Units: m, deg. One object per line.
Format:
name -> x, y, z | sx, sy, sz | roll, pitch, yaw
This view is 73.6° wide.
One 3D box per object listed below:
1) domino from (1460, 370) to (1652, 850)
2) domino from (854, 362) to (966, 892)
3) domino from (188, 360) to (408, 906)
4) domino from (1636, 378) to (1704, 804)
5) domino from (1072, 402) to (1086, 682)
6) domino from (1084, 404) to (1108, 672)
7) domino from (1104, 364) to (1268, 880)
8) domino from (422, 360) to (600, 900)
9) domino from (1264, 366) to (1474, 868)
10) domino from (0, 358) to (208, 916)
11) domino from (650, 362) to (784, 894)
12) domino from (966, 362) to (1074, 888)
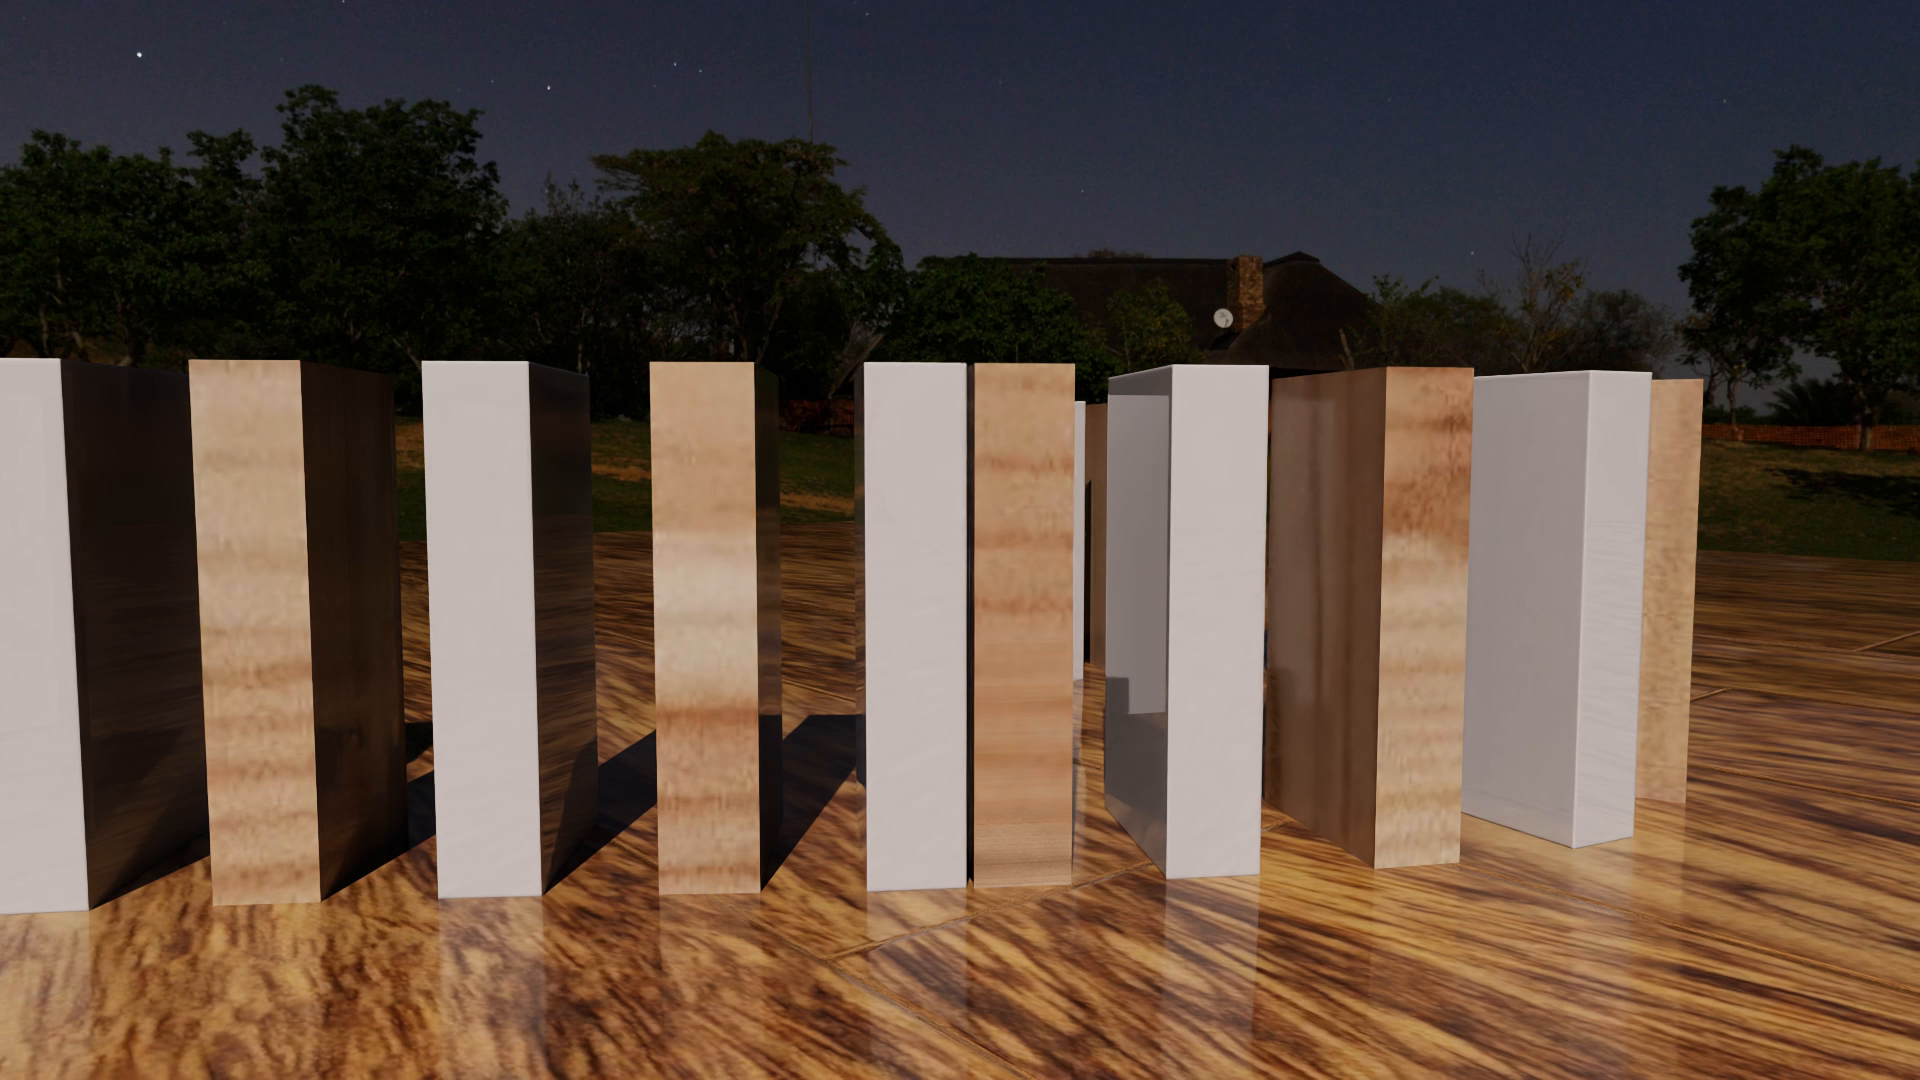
domino -> 0.063, 0.007, 0.146 | 0.010, 0.050, 0.025 | -2, 5, -26
domino -> -0.006, 0.008, 0.133 | 0.010, 0.050, 0.025 | -1, 4, -7
domino -> -0.065, 0.008, 0.129 | 0.010, 0.050, 0.025 | 0, 4, -6
domino -> 0.077, 0.006, 0.160 | 0.025, 0.050, 0.009 | 2, 5, 29
domino -> 0.011, 0.000, 0.238 | 0.009, 0.050, 0.025 | -3, 5, -34
domino -> 0.030, -0.001, 0.246 | 0.010, 0.050, 0.025 | -1, 4, -14
domino -> 0.023, 0.007, 0.137 | 0.009, 0.050, 0.025 | -1, 4, -8
domino -> -0.045, 0.008, 0.131 | 0.010, 0.050, 0.025 | 0, 4, -4
domino -> 0.044, 0.007, 0.140 | 0.010, 0.050, 0.025 | -1, 4, -12
domino -> -0.086, 0.008, 0.127 | 0.010, 0.050, 0.025 | -1, 4, -8
domino -> -0.024, 0.008, 0.132 | 0.009, 0.050, 0.025 | 0, 4, -3
domino -> 0.005, 0.007, 0.134 | 0.009, 0.050, 0.025 | -1, 4, -7
